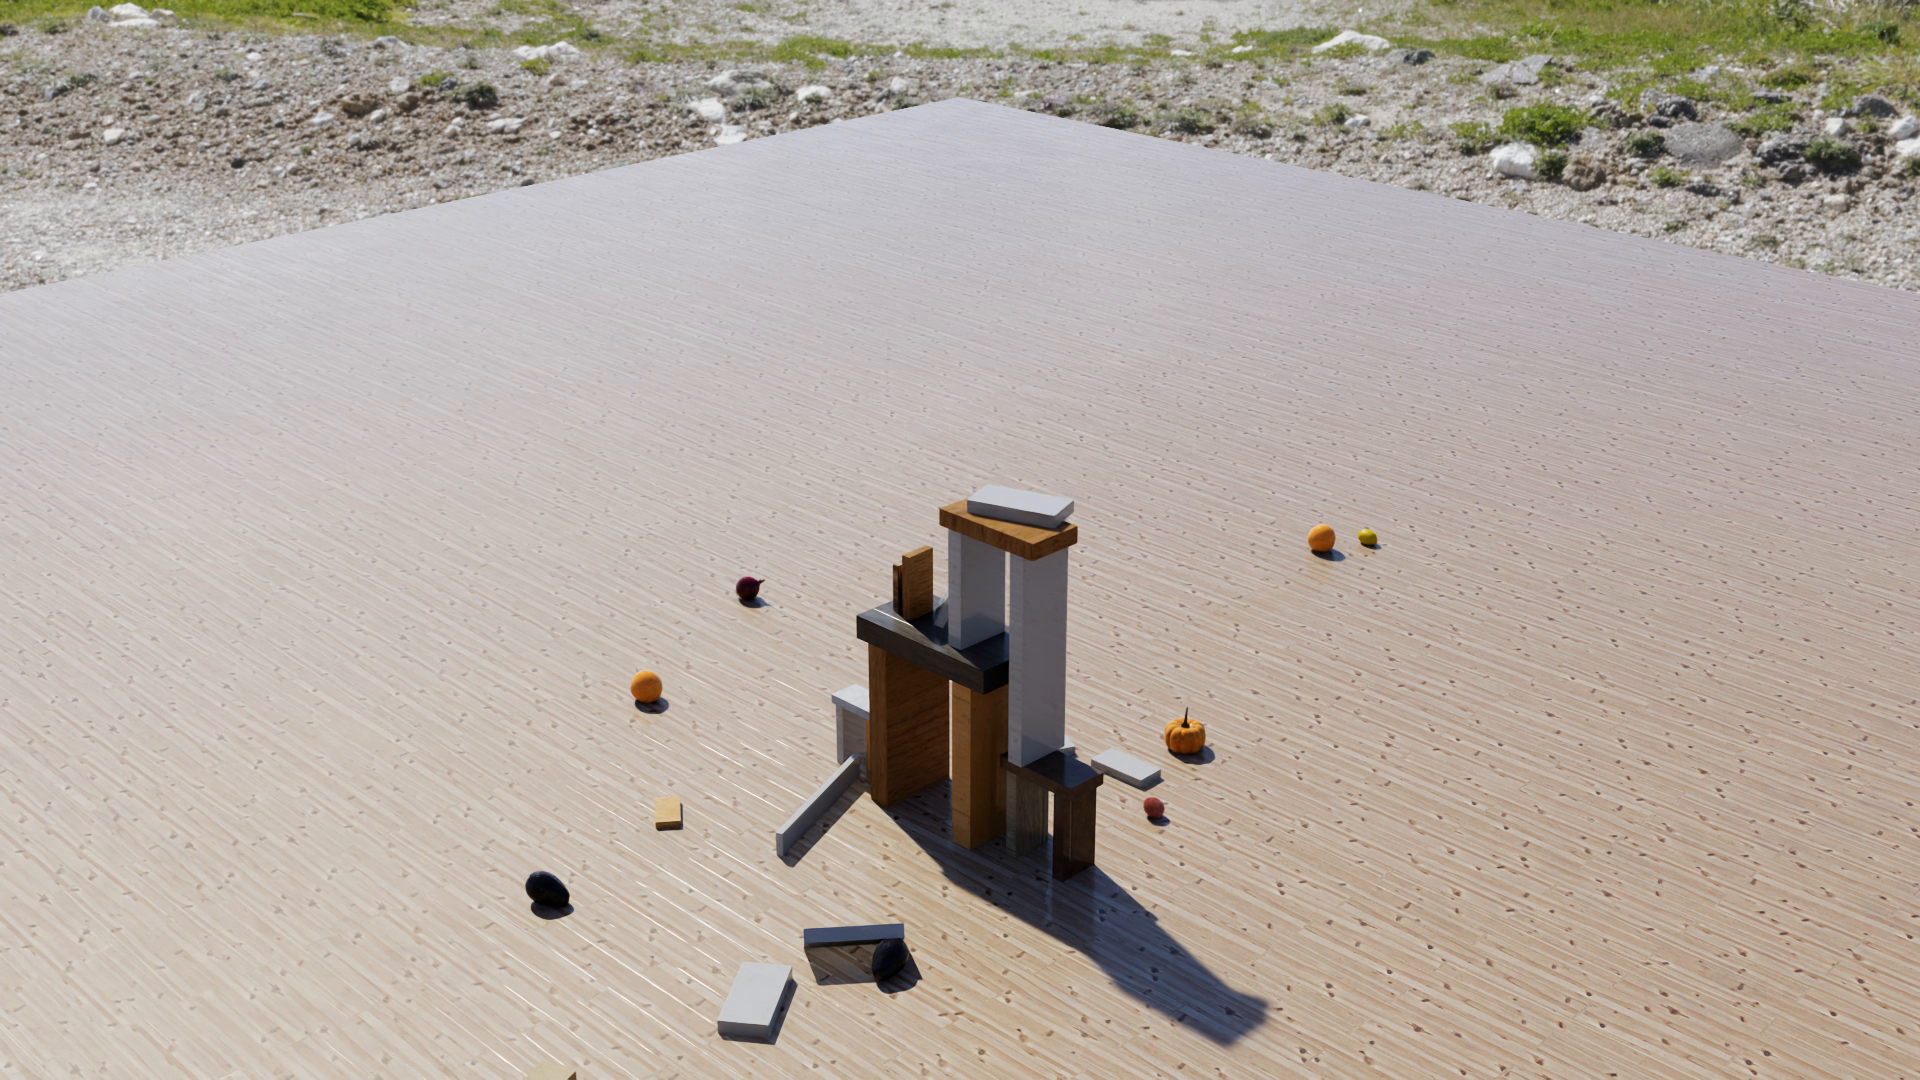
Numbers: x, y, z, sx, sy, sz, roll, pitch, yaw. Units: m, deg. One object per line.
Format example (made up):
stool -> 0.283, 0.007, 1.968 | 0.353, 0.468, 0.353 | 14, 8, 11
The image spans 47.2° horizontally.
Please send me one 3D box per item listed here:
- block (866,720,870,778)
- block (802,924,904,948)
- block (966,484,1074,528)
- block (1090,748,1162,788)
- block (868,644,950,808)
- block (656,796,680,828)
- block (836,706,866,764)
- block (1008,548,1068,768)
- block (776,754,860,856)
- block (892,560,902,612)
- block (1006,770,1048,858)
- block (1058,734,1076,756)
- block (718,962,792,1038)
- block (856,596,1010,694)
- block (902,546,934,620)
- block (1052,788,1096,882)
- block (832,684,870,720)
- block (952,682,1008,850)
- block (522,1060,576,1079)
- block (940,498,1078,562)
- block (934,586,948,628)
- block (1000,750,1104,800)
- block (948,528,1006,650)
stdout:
block -> -0.163, 0.426, 4.580 | 0.069, 0.138, 0.020 | -21, 31, -41
block -> -0.193, 0.716, 3.976 | 0.180, 0.026, 0.090 | -2, -16, -5
block -> 0.114, -0.064, 4.132 | 0.180, 0.025, 0.090 | 11, 25, 24
block -> 0.347, 0.478, 4.610 | 0.134, 0.019, 0.067 | 20, 30, 39
block -> -0.102, 0.351, 4.481 | 0.050, 0.355, 0.177 | 21, 31, 41
block -> -0.591, 0.550, 4.446 | 0.050, 0.014, 0.101 | -3, 23, -7
block -> -0.228, 0.401, 4.640 | 0.020, 0.138, 0.069 | 21, 31, 41
block -> 0.147, 0.212, 4.161 | 0.121, 0.436, 0.034 | -21, 31, -40
block -> -0.284, 0.532, 4.442 | 0.014, 0.050, 0.348 | 9, 25, 21
block -> -0.110, 0.089, 4.385 | 0.014, 0.101, 0.050 | 21, 31, 41
block -> 0.132, 0.520, 4.298 | 0.093, 0.185, 0.026 | -21, 31, -41
block -> 0.191, 0.427, 4.729 | 0.067, 0.019, 0.134 | -8, 24, -19
block -> -0.357, 0.801, 3.840 | 0.090, 0.026, 0.180 | 3, 23, 8
block -> -0.018, 0.197, 4.324 | 0.355, 0.050, 0.177 | 21, 31, 41
block -> -0.083, 0.085, 4.350 | 0.019, 0.136, 0.068 | 20, 30, 39
block -> 0.220, 0.554, 4.217 | 0.026, 0.185, 0.093 | 21, 31, 41
block -> -0.196, 0.341, 4.580 | 0.138, 0.020, 0.069 | 21, 31, 41
block -> 0.065, 0.416, 4.327 | 0.050, 0.355, 0.177 | 21, 31, 41
block -> -0.694, 0.906, 3.601 | 0.067, 0.019, 0.134 | 10, 25, 23
block -> 0.090, -0.027, 4.122 | 0.121, 0.034, 0.243 | -21, 31, -41
block -> -0.014, 0.100, 4.320 | 0.019, 0.136, 0.068 | 23, 22, -8
block -> 0.175, 0.440, 4.216 | 0.093, 0.026, 0.185 | -21, 31, -40
block -> 0.033, 0.078, 4.228 | 0.122, 0.243, 0.034 | -21, 31, -40
